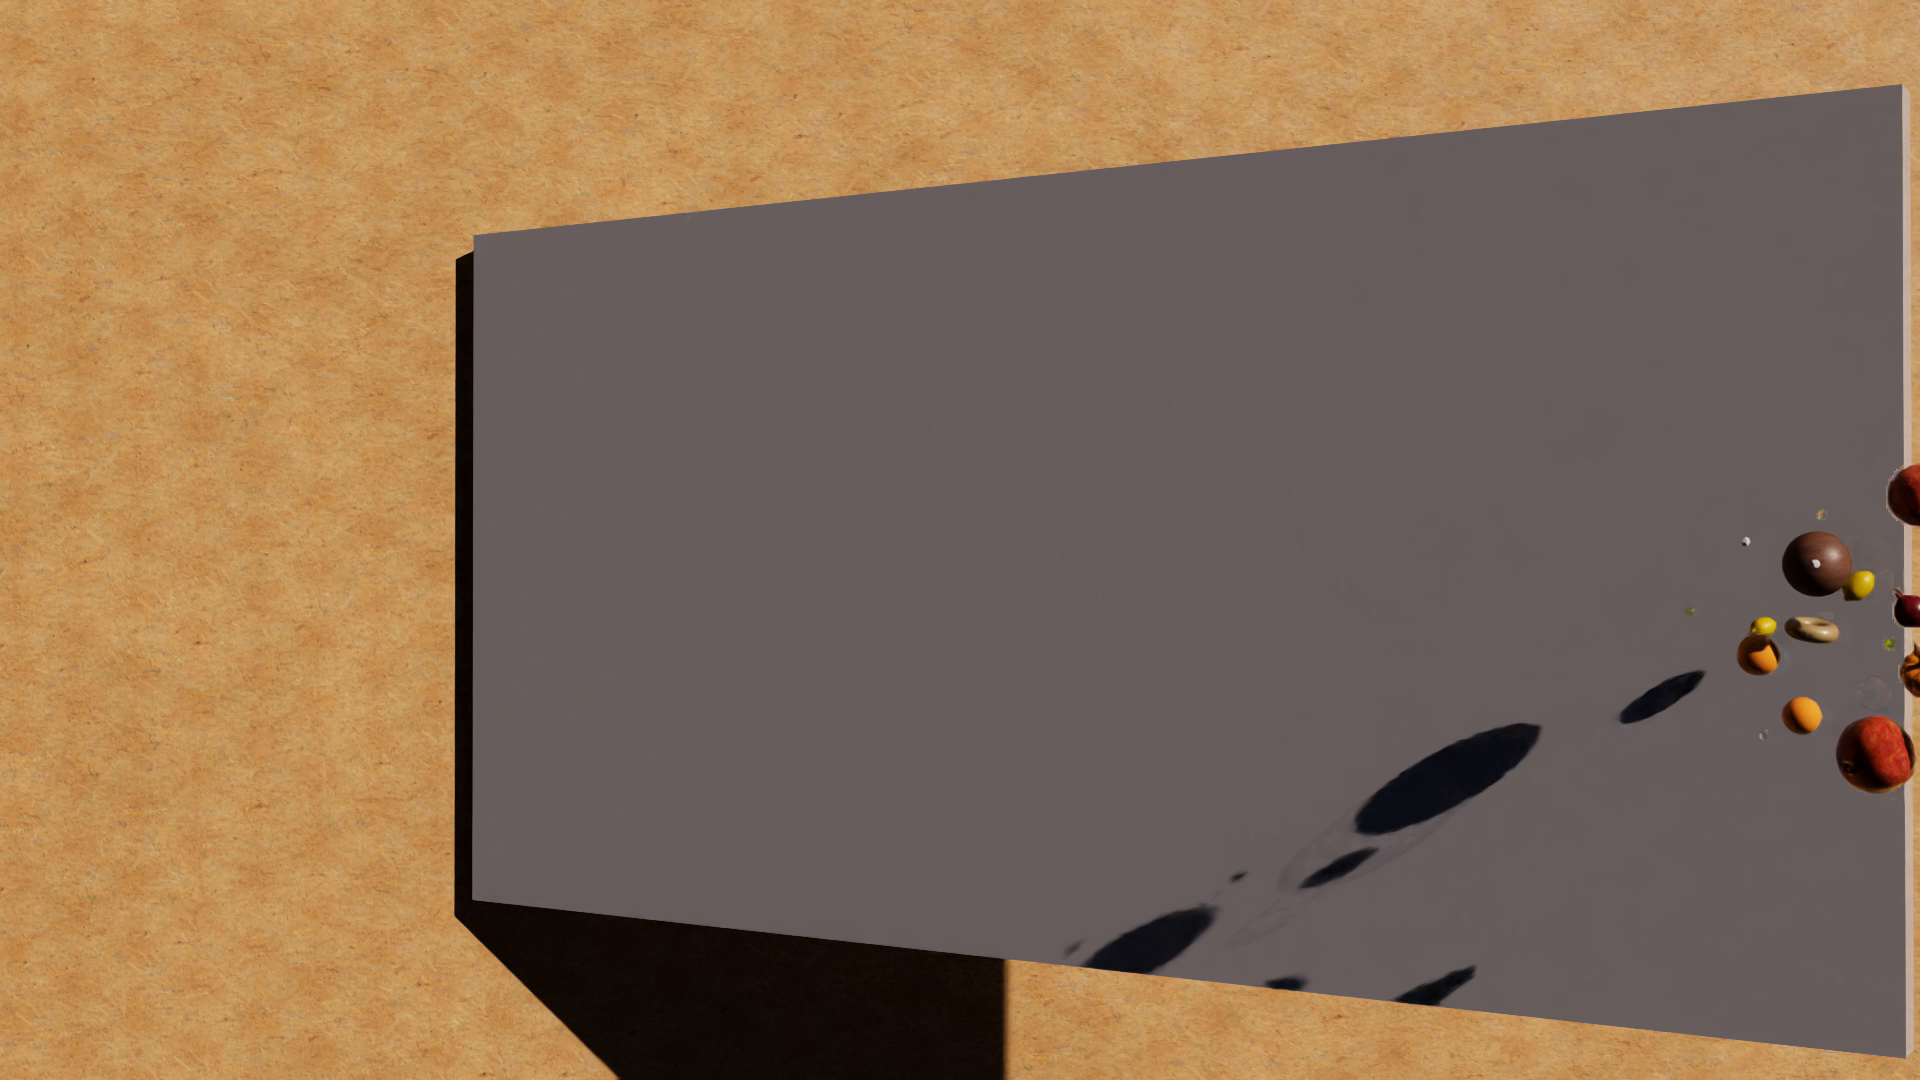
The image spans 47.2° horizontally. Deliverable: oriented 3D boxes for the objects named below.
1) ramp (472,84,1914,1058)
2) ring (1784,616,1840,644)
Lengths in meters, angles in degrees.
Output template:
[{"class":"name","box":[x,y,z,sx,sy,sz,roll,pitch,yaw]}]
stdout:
[{"class":"ramp","box":[0.263,0.072,5.606,4.000,0.100,2.000,0,89,32]},{"class":"ring","box":[1.465,0.155,3.784,0.090,0.090,0.030,4,103,0]}]
